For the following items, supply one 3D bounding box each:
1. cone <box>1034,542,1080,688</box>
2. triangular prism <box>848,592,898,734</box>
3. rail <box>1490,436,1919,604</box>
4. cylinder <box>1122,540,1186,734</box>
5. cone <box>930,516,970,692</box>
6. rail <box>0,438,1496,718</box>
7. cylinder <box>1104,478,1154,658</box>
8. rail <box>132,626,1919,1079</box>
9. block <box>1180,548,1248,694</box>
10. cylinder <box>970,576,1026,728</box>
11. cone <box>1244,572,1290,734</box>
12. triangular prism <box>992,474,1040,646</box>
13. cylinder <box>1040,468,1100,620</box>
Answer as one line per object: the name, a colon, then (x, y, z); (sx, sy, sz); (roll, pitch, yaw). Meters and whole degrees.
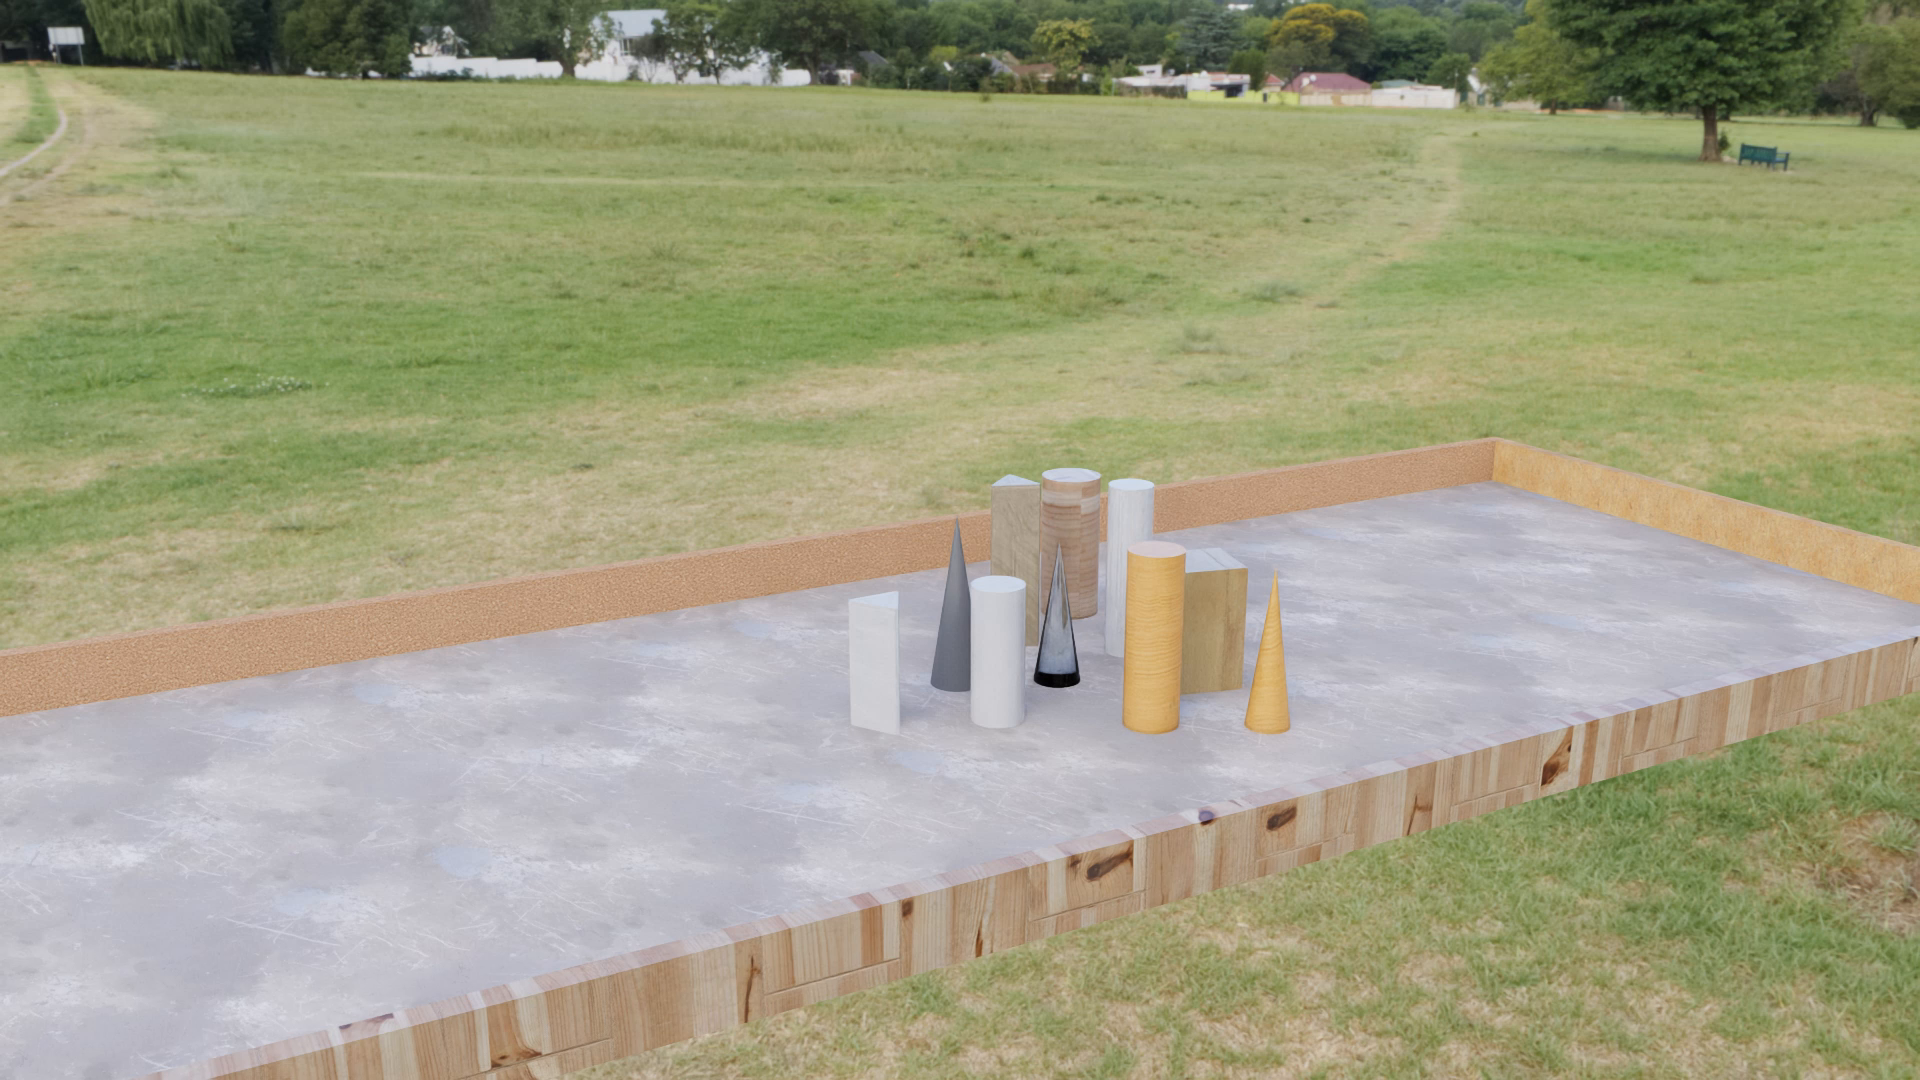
cone: (0.245, 0.175, 4.108); (0.119, 0.366, 0.119); (0, 16, 0)
triangular prism: (-0.173, 0.281, 3.853); (0.129, 0.308, 0.112); (9, 19, 28)
rail: (2.466, -0.048, 5.253); (0.050, 0.150, 2.100); (-9, 18, -27)
cylinder: (0.449, 0.226, 3.827); (0.134, 0.428, 0.134); (0, 16, 0)
cone: (-0.007, 0.147, 4.080); (0.135, 0.437, 0.135); (0, 16, 0)
rail: (-3.305, 0.497, 3.399); (12.000, 0.150, 0.050); (-9, 18, -27)
cylinder: (0.440, 0.074, 4.301); (0.118, 0.452, 0.118); (0, 16, 0)
rail: (-2.336, 1.006, 1.665); (12.000, 0.150, 0.050); (-9, 18, -27)
block: (0.593, 0.201, 4.113); (0.177, 0.315, 0.177); (-4, 17, -14)
cylinder: (0.089, 0.262, 3.870); (0.129, 0.334, 0.129); (0, 16, 0)
cone: (0.722, 0.247, 3.819); (0.108, 0.391, 0.108); (0, 16, 0)
triangular prism: (0.138, 0.055, 4.379); (0.129, 0.444, 0.111); (-2, 16, -7)
cylinder: (0.309, 0.010, 4.621); (0.163, 0.395, 0.163); (0, 16, 0)
